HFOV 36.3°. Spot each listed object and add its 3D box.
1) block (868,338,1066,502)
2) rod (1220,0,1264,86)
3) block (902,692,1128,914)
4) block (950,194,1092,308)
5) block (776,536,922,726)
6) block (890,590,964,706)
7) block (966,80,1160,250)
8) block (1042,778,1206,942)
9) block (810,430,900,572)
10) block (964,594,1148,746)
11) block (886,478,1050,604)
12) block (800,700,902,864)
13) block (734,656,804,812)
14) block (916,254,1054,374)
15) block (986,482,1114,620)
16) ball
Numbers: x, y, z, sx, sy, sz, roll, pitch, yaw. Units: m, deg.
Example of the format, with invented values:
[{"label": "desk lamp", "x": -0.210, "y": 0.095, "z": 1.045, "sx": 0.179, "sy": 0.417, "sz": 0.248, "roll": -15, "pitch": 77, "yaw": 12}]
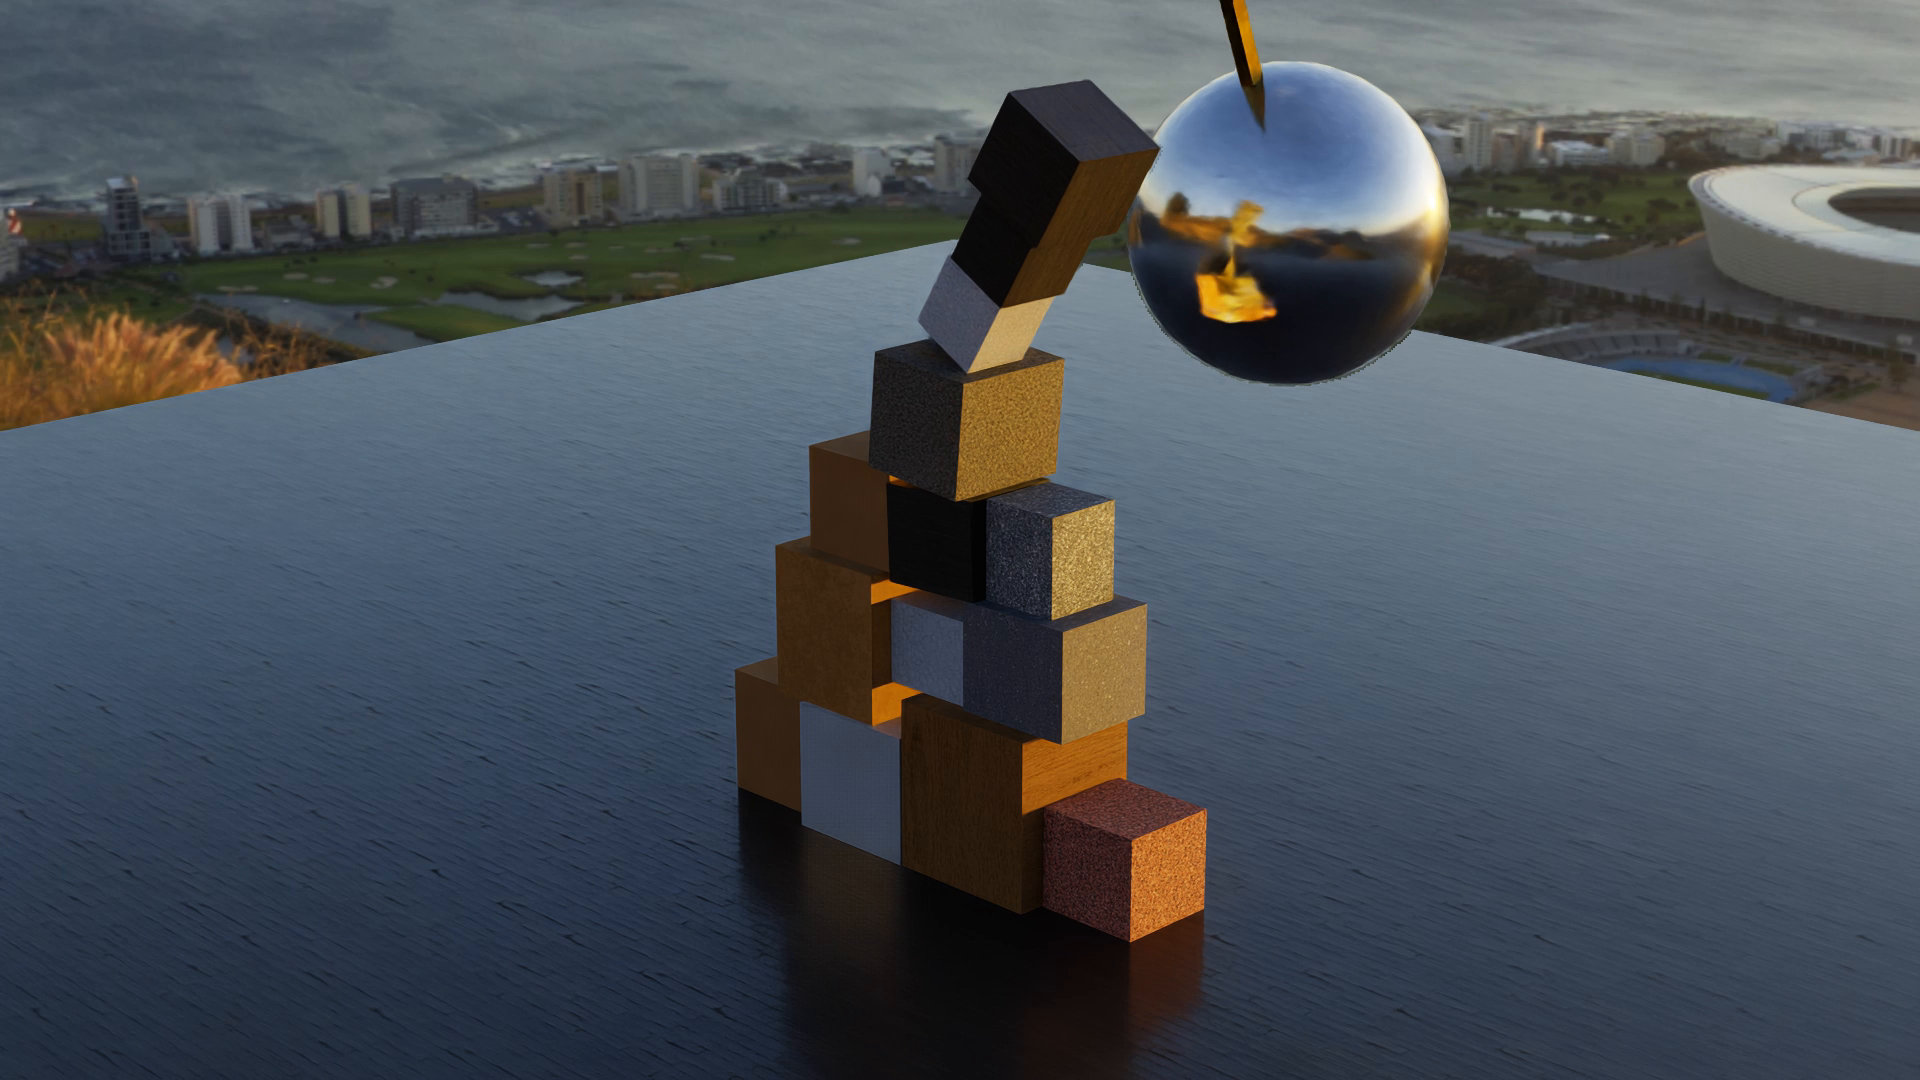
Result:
[{"label": "block", "x": 0.028, "y": -0.571, "z": 13.160, "sx": 0.557, "sy": 0.543, "sz": 0.645, "roll": 23, "pitch": 28, "yaw": 40}, {"label": "rod", "x": 0.703, "y": -4.289, "z": 12.731, "sx": 0.080, "sy": 5.200, "sz": 0.080, "roll": 17, "pitch": 46, "yaw": 42}, {"label": "block", "x": 0.246, "y": 1.123, "z": 13.408, "sx": 0.687, "sy": 0.817, "sz": 0.763, "roll": -17, "pitch": 24, "yaw": -42}, {"label": "block", "x": 0.280, "y": -1.291, "z": 12.664, "sx": 0.408, "sy": 0.393, "sz": 0.347, "roll": -17, "pitch": 55, "yaw": -43}, {"label": "block", "x": -0.406, "y": 0.373, "z": 13.861, "sx": 0.649, "sy": 0.727, "sz": 0.654, "roll": -17, "pitch": 24, "yaw": -42}, {"label": "block", "x": 0.023, "y": 0.463, "z": 13.476, "sx": 0.470, "sy": 0.402, "sz": 0.491, "roll": -17, "pitch": 24, "yaw": -42}, {"label": "block", "x": 0.437, "y": -1.593, "z": 12.405, "sx": 0.505, "sy": 0.463, "sz": 0.475, "roll": -17, "pitch": 55, "yaw": -43}, {"label": "block", "x": 0.731, "y": 1.415, "z": 13.039, "sx": 0.494, "sy": 0.481, "sz": 0.523, "roll": -17, "pitch": 24, "yaw": -42}, {"label": "block", "x": -0.325, "y": -0.200, "z": 13.644, "sx": 0.539, "sy": 0.496, "sz": 0.517, "roll": 17, "pitch": 24, "yaw": 42}, {"label": "block", "x": 0.422, "y": 0.524, "z": 13.085, "sx": 0.547, "sy": 0.521, "sz": 0.606, "roll": -17, "pitch": 24, "yaw": -42}, {"label": "block", "x": 0.043, "y": -0.043, "z": 13.271, "sx": 0.531, "sy": 0.465, "sz": 0.514, "roll": 14, "pitch": 22, "yaw": 43}, {"label": "block", "x": -0.252, "y": 1.055, "z": 13.946, "sx": 0.749, "sy": 0.625, "sz": 0.677, "roll": -17, "pitch": 24, "yaw": -42}, {"label": "block", "x": -0.692, "y": 0.923, "z": 14.384, "sx": 0.574, "sy": 0.614, "sz": 0.572, "roll": -17, "pitch": 24, "yaw": -42}, {"label": "block", "x": 0.113, "y": -1.022, "z": 12.889, "sx": 0.353, "sy": 0.382, "sz": 0.361, "roll": -17, "pitch": 55, "yaw": -44}, {"label": "block", "x": 0.399, "y": 0.044, "z": 12.964, "sx": 0.398, "sy": 0.466, "sz": 0.401, "roll": -17, "pitch": 24, "yaw": -42}, {"label": "ball", "x": 1.623, "y": -1.568, "z": 14.550, "sx": 1.600, "sy": 1.600, "sz": 1.600, "roll": 0, "pitch": 17, "yaw": 0}]
